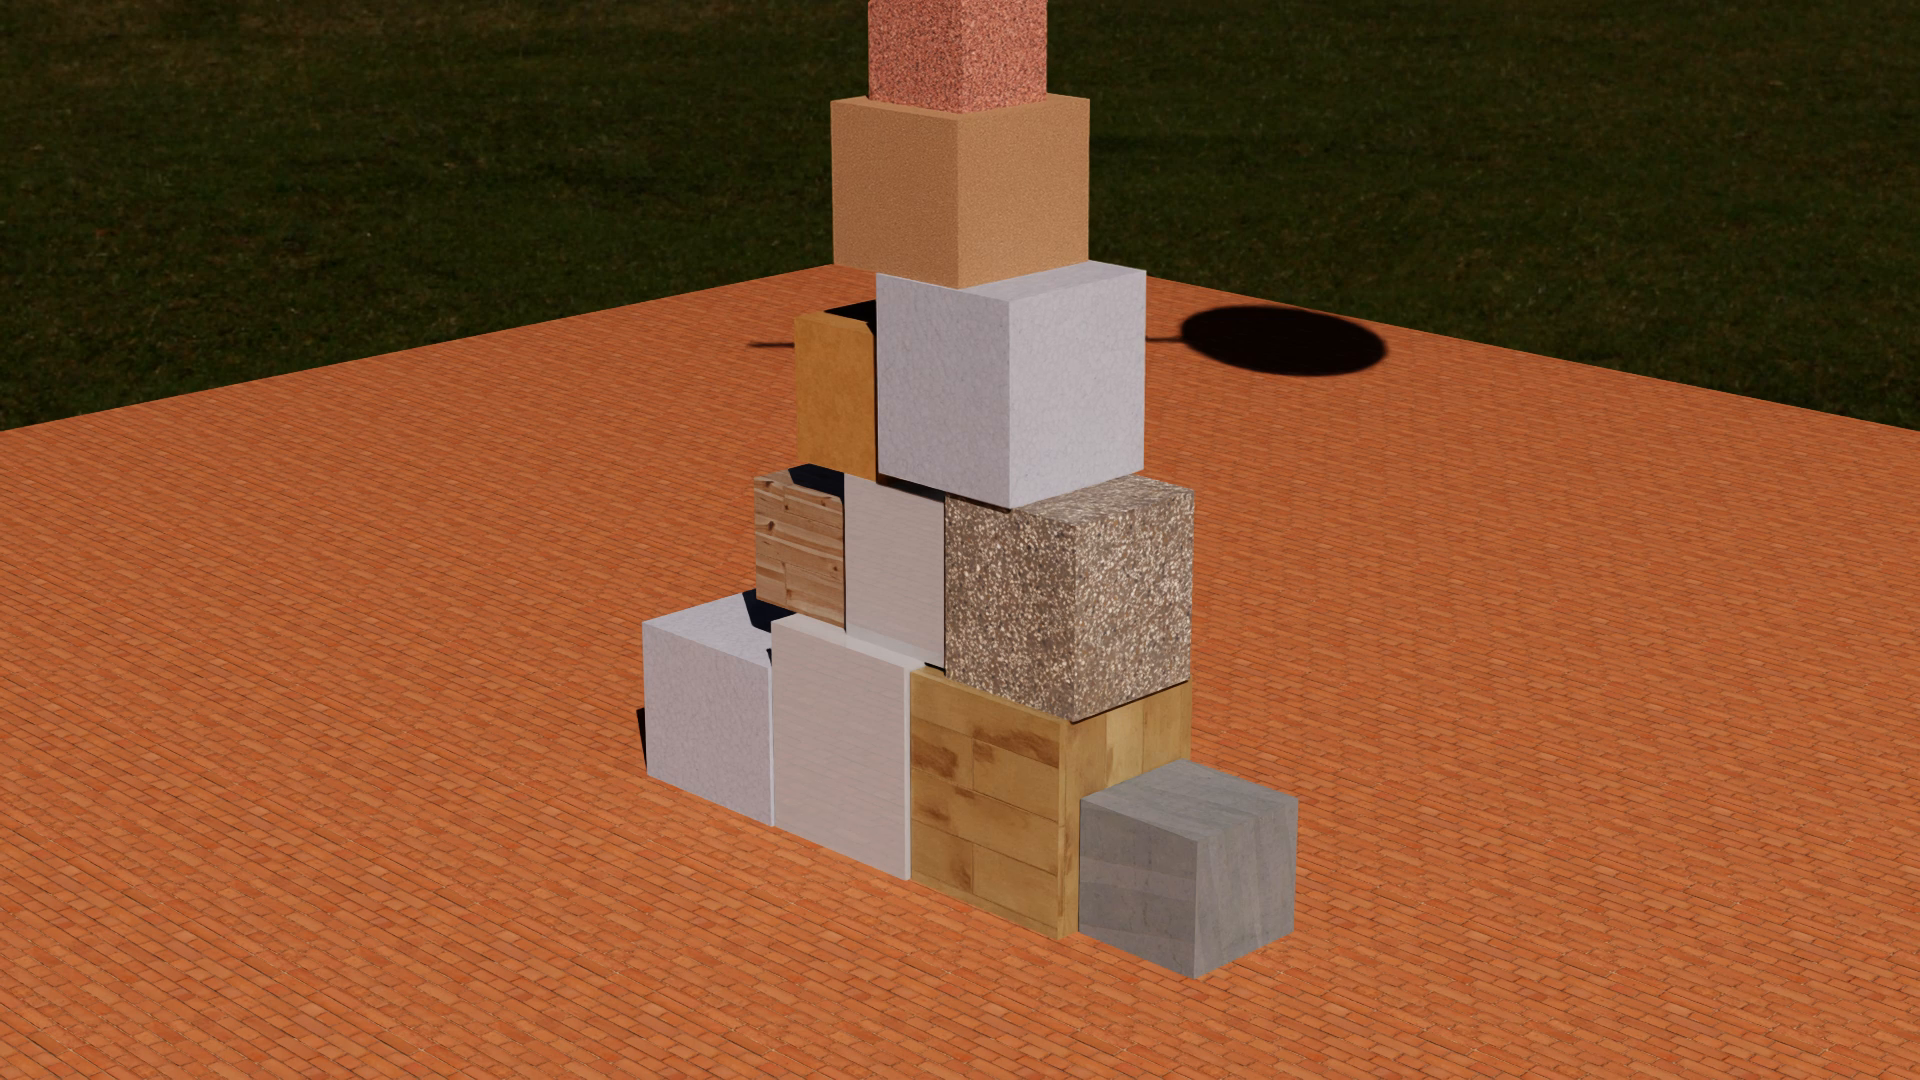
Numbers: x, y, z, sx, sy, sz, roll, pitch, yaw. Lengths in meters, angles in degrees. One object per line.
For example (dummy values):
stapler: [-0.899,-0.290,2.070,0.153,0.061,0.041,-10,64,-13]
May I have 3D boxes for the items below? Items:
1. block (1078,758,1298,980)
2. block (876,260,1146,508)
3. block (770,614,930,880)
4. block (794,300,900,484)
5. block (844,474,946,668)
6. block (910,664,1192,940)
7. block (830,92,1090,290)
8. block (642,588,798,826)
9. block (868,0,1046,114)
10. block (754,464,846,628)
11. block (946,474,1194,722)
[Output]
block: [0.993,1.419,12.773,0.671,0.633,0.663,-17,24,-42]
block: [0.225,-0.736,12.903,0.857,0.901,0.810,-17,24,-42]
block: [-0.226,0.866,13.862,0.963,1.035,0.894,-17,24,-42]
block: [-0.286,-0.705,13.434,0.715,0.673,0.595,-17,23,-42]
block: [-0.028,0.062,13.407,0.730,0.774,0.673,-17,24,-42]
block: [0.407,1.076,13.236,0.866,1.010,0.915,-17,24,-42]
block: [0.003,-1.571,12.866,0.813,0.719,0.780,-17,24,-42]
block: [-0.871,0.778,14.528,1.016,0.805,0.934,-17,24,-42]
block: [-0.011,-2.186,12.666,0.518,0.574,0.572,-17,24,-42]
block: [-0.521,0.002,13.885,0.600,0.602,0.676,-17,24,-42]
block: [0.479,0.197,12.891,0.758,0.873,0.777,-17,24,-42]
